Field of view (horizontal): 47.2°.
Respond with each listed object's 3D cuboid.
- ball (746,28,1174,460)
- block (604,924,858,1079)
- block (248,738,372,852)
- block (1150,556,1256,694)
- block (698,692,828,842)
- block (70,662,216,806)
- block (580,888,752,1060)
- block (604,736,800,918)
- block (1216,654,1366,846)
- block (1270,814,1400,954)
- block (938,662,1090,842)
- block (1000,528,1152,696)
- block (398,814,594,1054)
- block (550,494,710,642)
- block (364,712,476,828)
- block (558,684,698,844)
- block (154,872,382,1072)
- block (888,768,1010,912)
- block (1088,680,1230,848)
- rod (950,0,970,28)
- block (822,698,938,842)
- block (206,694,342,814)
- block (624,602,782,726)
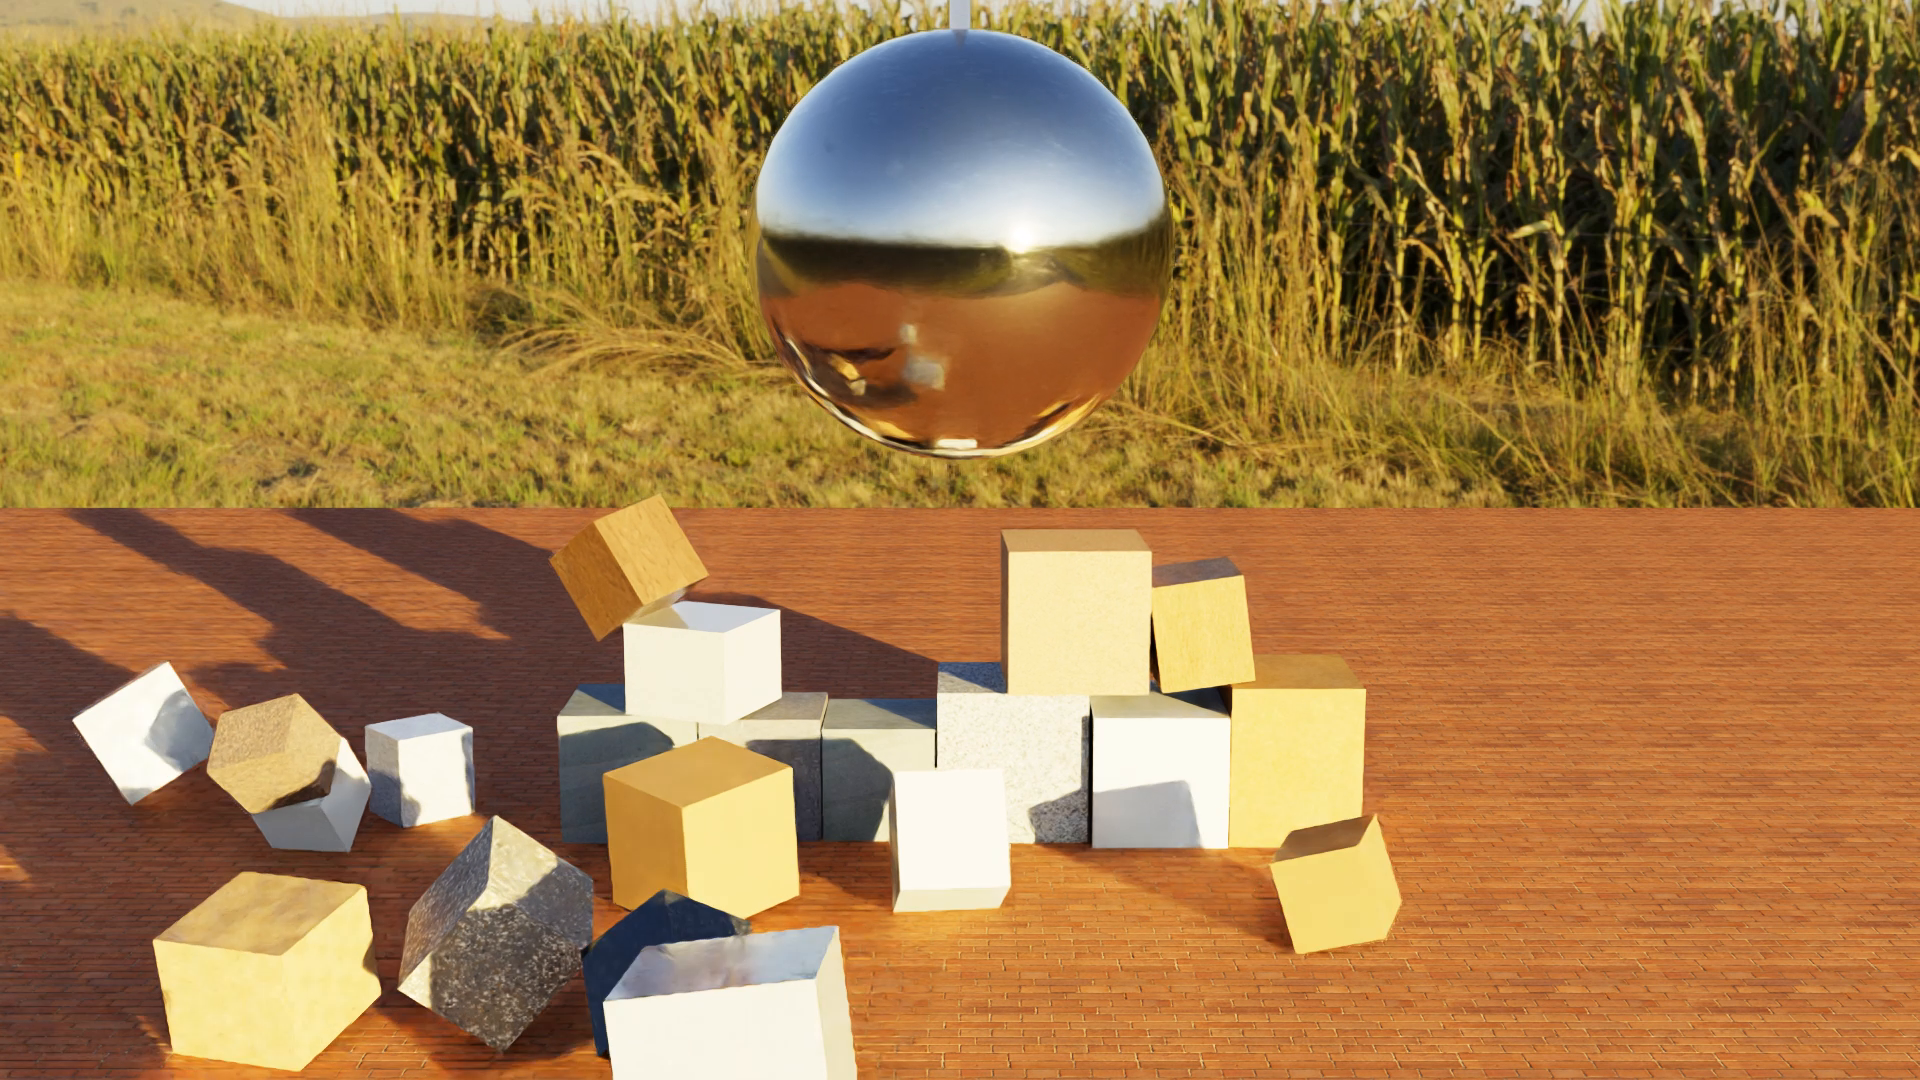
[{"bbox_3d":[0.000,-1.098,8.247,1.600,1.600,1.600,0,10,0],"label":"ball"},{"bbox_3d":[-0.738,1.709,7.312,0.679,0.628,0.693,-7,4,3],"label":"block"},{"bbox_3d":[-3.250,1.266,10.970,0.410,0.431,0.394,2,51,10],"label":"block"},{"bbox_3d":[1.203,0.428,11.239,0.473,0.542,0.516,-8,10,-1],"label":"block"},{"bbox_3d":[-1.006,1.165,11.382,0.612,0.635,0.564,0,10,1],"label":"block"},{"bbox_3d":[-4.319,1.020,11.671,0.543,0.531,0.522,-34,11,-22],"label":"block"},{"bbox_3d":[-1.059,1.667,8.196,0.459,0.457,0.455,31,29,-42],"label":"block"},{"bbox_3d":[-1.183,1.354,10.088,0.629,0.639,0.585,-17,22,-42],"label":"block"},{"bbox_3d":[1.685,1.076,11.366,0.660,0.817,0.751,0,10,0],"label":"block"},{"bbox_3d":[1.667,1.519,9.737,0.401,0.421,0.488,-15,4,21],"label":"block"},{"bbox_3d":[0.267,1.091,11.385,0.759,0.781,0.655,0,10,0],"label":"block"},{"bbox_3d":[0.578,0.357,11.211,0.703,0.725,0.663,0,10,-2],"label":"block"},{"bbox_3d":[-1.822,1.549,8.685,0.497,0.553,0.575,38,12,-21],"label":"block"},{"bbox_3d":[-1.675,0.140,11.136,0.447,0.487,0.472,-35,-5,42],"label":"block"},{"bbox_3d":[-2.848,1.210,11.606,0.418,0.467,0.398,-8,13,-39],"label":"block"},{"bbox_3d":[-1.670,1.149,11.397,0.692,0.662,0.664,0,10,0],"label":"block"},{"bbox_3d":[-2.717,1.688,8.665,0.568,0.497,0.584,3,19,17],"label":"block"},{"bbox_3d":[-0.057,1.374,10.039,0.490,0.536,0.475,-1,-21,-6],"label":"block"},{"bbox_3d":[1.006,1.147,11.375,0.680,0.672,0.794,0,10,0],"label":"block"},{"bbox_3d":[0.000,-4.361,9.203,0.080,5.200,0.080,0,-16,0],"label":"rod"},{"bbox_3d":[-0.404,1.186,11.406,0.579,0.586,0.616,0,10,0],"label":"block"},{"bbox_3d":[-3.289,1.029,10.558,0.432,0.380,0.343,-15,46,15],"label":"block"},{"bbox_3d":[-1.302,0.616,11.175,0.568,0.466,0.592,4,11,22],"label":"block"}]
